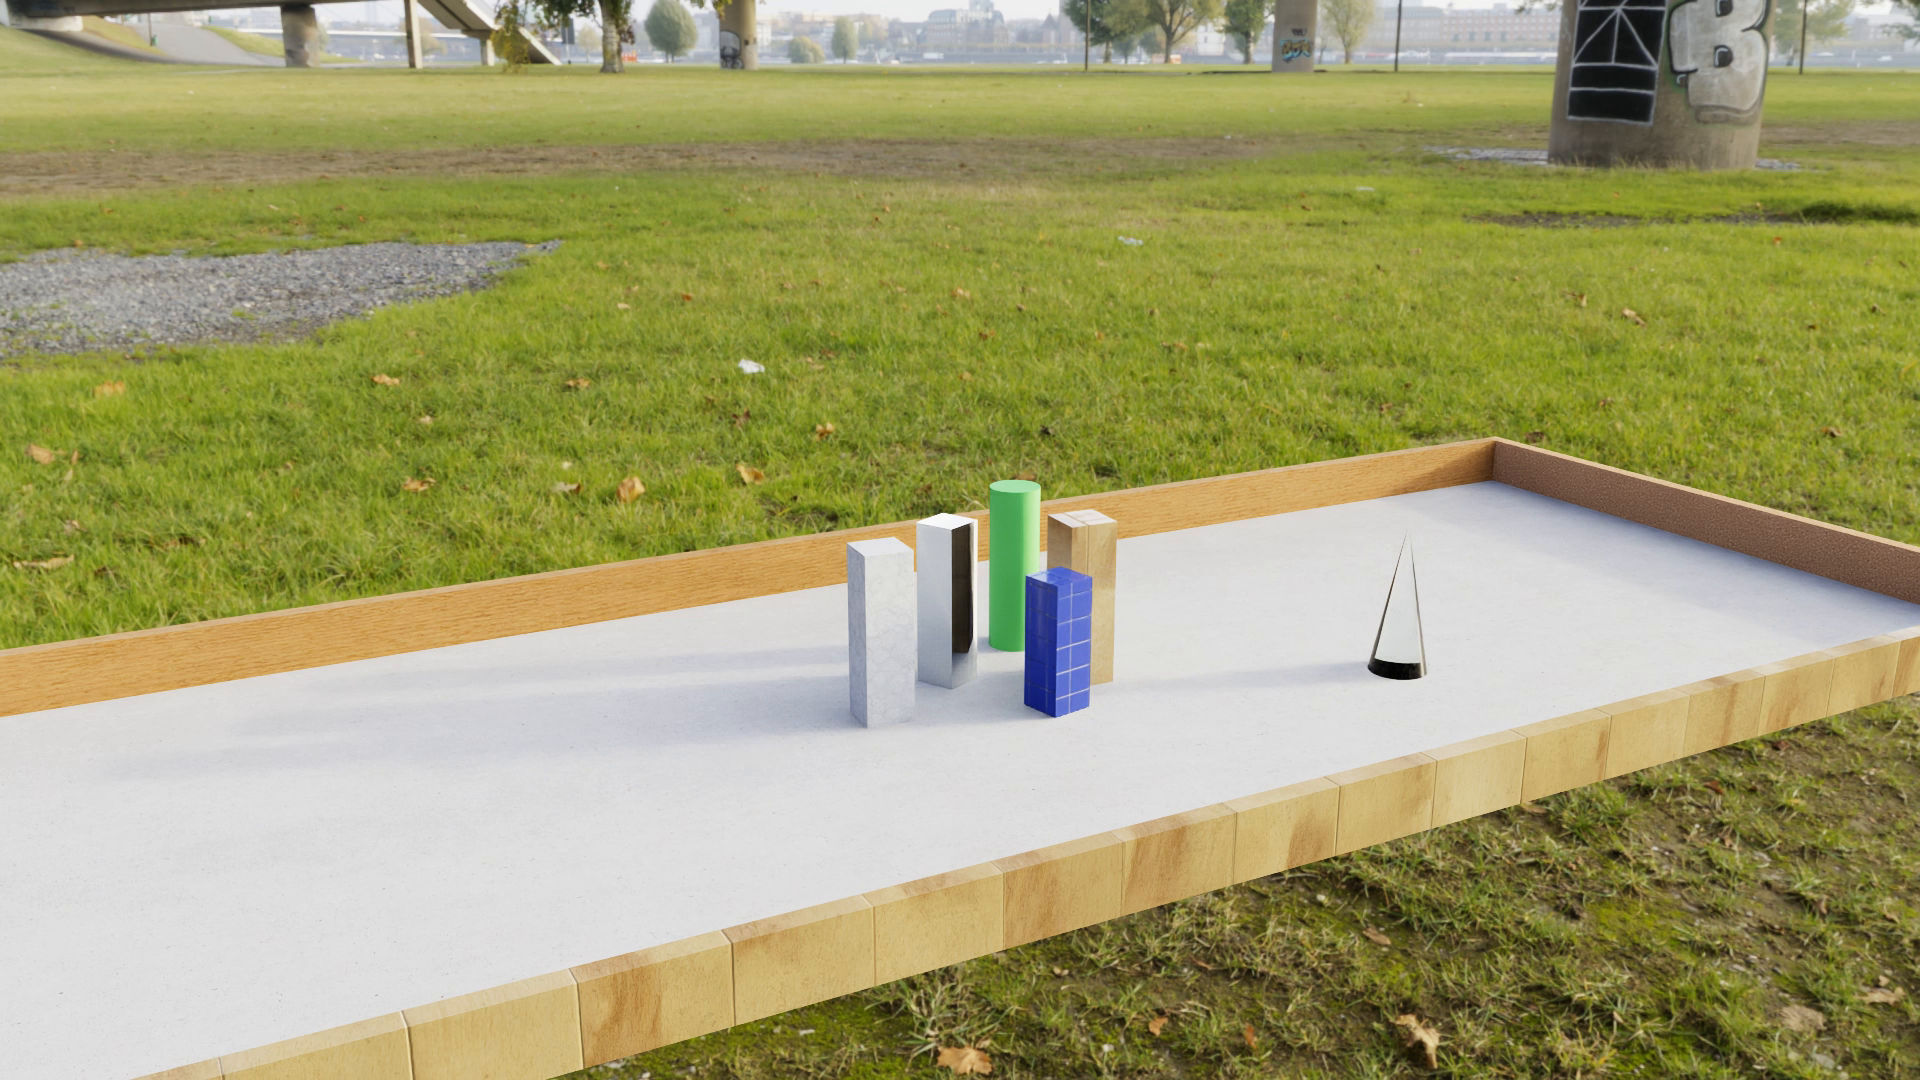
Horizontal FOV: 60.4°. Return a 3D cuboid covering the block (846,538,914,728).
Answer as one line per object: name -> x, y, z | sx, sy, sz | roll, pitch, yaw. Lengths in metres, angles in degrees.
block -> -0.185, 0.217, 3.870 | 0.119, 0.421, 0.119 | -7, 18, -23

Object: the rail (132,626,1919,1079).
rail -> -2.336, 1.006, 1.665 | 12.000, 0.150, 0.050 | -9, 18, -27

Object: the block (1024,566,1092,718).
block -> 0.234, 0.243, 3.944 | 0.112, 0.329, 0.112 | -13, 21, -38

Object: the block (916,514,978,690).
block -> -0.032, 0.152, 4.102 | 0.107, 0.414, 0.107 | 12, 20, 35

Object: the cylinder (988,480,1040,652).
cylinder -> 0.143, 0.068, 4.354 | 0.132, 0.434, 0.132 | 0, 16, 0

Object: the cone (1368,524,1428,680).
cone -> 1.120, 0.145, 4.171 | 0.149, 0.389, 0.149 | 0, 16, 0

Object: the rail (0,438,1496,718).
rail -> -3.305, 0.497, 3.399 | 12.000, 0.150, 0.050 | -9, 18, -27

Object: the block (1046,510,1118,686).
block -> 0.301, 0.147, 4.113 | 0.126, 0.418, 0.126 | -8, 18, -24

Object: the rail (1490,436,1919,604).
rail -> 2.466, -0.048, 5.253 | 0.050, 0.150, 2.100 | -9, 18, -27
